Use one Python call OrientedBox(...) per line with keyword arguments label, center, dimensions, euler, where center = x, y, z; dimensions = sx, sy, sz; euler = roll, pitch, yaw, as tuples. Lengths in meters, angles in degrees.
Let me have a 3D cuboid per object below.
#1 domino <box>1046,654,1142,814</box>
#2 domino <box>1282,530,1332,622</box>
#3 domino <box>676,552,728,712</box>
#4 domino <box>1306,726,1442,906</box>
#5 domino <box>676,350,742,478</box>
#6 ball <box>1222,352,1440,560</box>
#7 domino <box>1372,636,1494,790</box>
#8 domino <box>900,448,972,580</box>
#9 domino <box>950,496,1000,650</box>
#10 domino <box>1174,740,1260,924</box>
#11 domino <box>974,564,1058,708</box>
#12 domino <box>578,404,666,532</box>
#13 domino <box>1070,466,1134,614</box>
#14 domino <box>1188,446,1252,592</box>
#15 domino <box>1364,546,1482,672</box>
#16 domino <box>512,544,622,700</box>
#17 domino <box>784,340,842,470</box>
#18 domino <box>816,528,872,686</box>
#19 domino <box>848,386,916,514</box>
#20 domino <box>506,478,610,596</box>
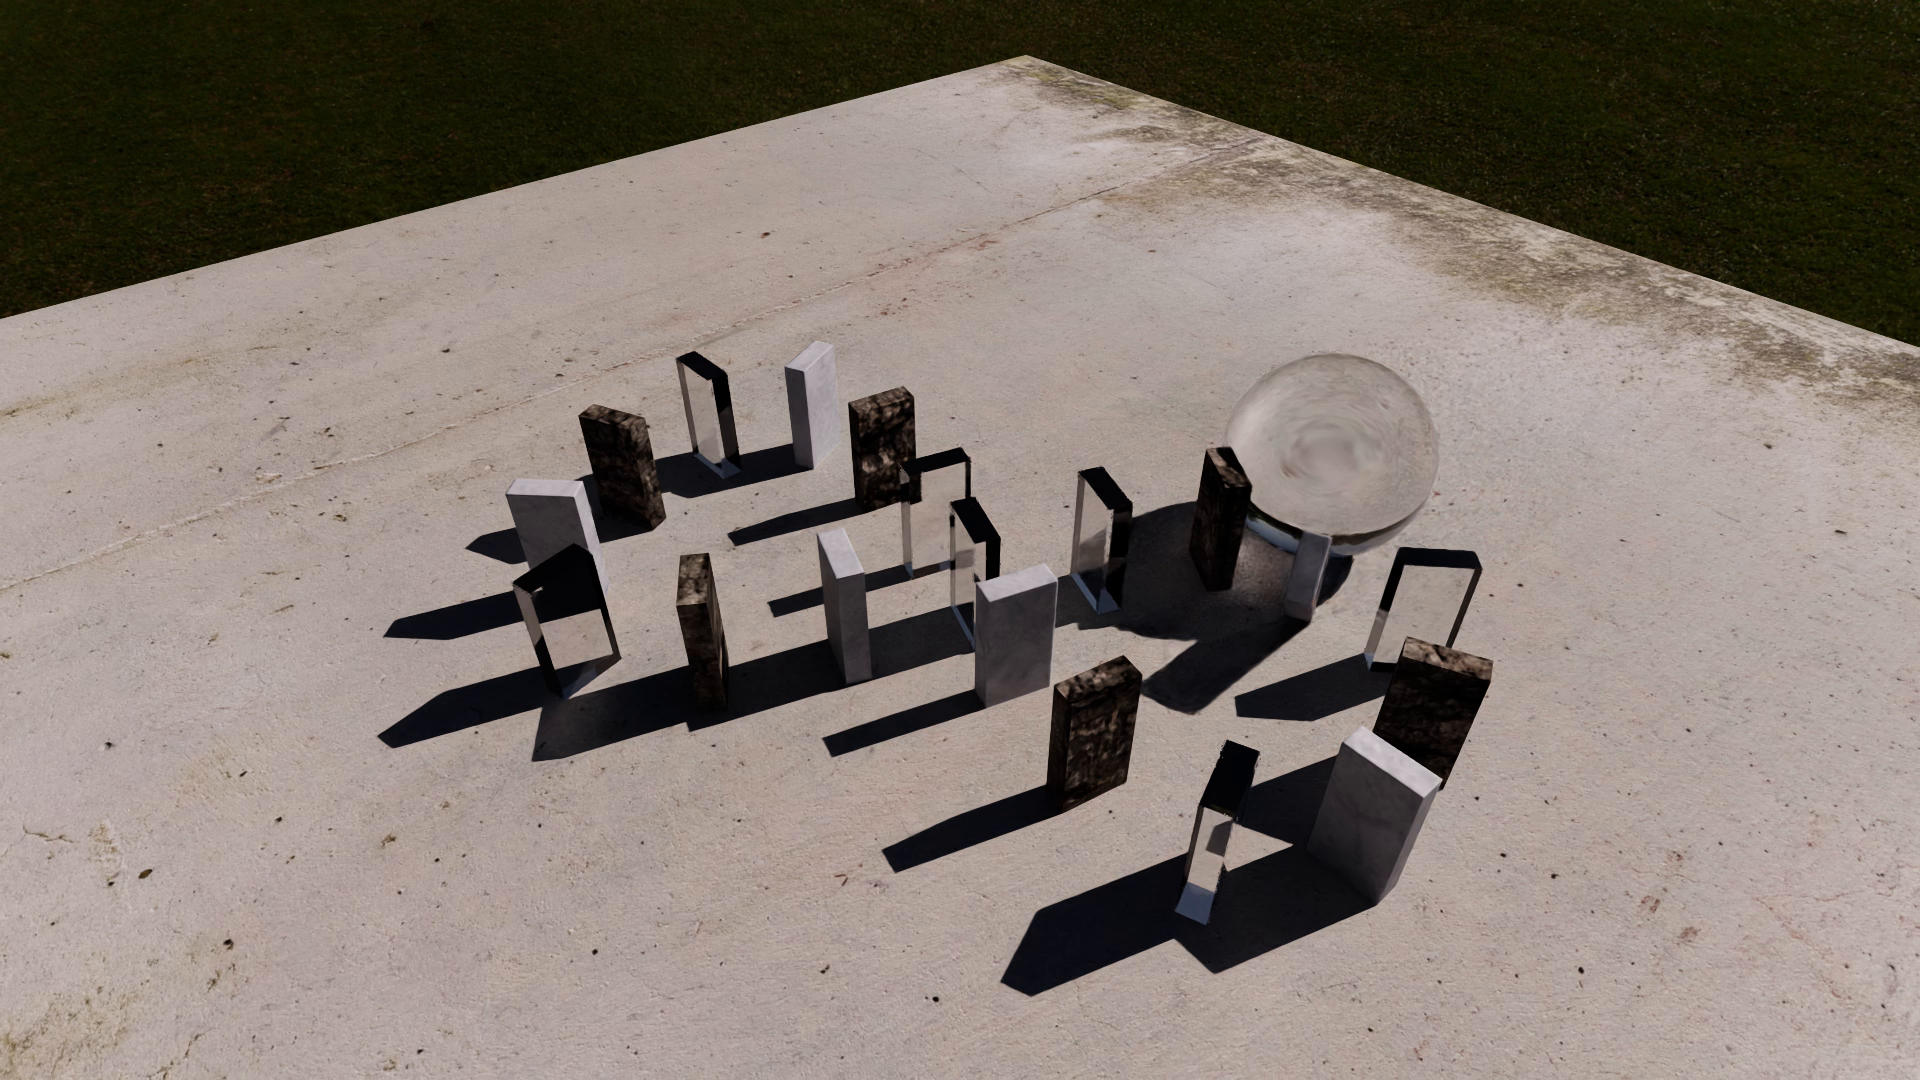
OrientedBox(label="domino", center=(0.041, 0.060, 0.338), dimensions=(0.025, 0.050, 0.009), euler=(-20, 43, -23))
OrientedBox(label="domino", center=(0.124, 0.014, 0.392), dimensions=(0.009, 0.050, 0.025), euler=(16, 86, 19))
OrientedBox(label="domino", center=(-0.087, 0.032, 0.373), dimensions=(0.009, 0.050, 0.025), euler=(-5, 40, -6))
OrientedBox(label="domino", center=(0.117, 0.079, 0.315), dimensions=(0.010, 0.050, 0.025), euler=(-29, 47, -30))
OrientedBox(label="domino", center=(-0.109, -0.054, 0.477), dimensions=(0.010, 0.050, 0.025), euler=(-30, 48, -31))
OrientedBox(label="ball", center=(0.143, -0.032, 0.427), dimensions=(0.080, 0.080, 0.080), euler=(0, 39, 0))
OrientedBox(label="domino", center=(0.146, 0.055, 0.345), dimensions=(0.025, 0.050, 0.009), euler=(17, 42, 19))
OrientedBox(label="domino", center=(-0.009, -0.010, 0.423), dimensions=(0.025, 0.050, 0.010), euler=(-16, 42, -19))
OrientedBox(label="domino", center=(0.005, 0.012, 0.397), dimensions=(0.010, 0.050, 0.025), euler=(-13, 41, -15))
OrientedBox(label="domino", center=(0.072, 0.083, 0.310), dimensions=(0.009, 0.050, 0.025), euler=(18, 43, 21))
OrientedBox(label="domino", center=(0.018, 0.033, 0.371), dimensions=(0.025, 0.050, 0.009), euler=(-16, 42, -19))
OrientedBox(label="domino", center=(-0.137, -0.029, 0.447), dimensions=(0.025, 0.050, 0.009), euler=(16, 42, 19))
OrientedBox(label="domino", center=(0.052, 0.000, 0.411), dimensions=(0.009, 0.050, 0.025), euler=(-13, 41, -16))
OrientedBox(label="domino", center=(0.099, -0.008, 0.421), dimensions=(0.010, 0.050, 0.025), euler=(-5, 40, -6))
OrientedBox(label="domino", center=(0.159, 0.025, 0.381), dimensions=(0.025, 0.050, 0.009), euler=(3, 39, 4))
OrientedBox(label="domino", center=(-0.134, 0.028, 0.377), dimensions=(0.010, 0.050, 0.025), euler=(25, 45, 27))
OrientedBox(label="domino", center=(-0.064, -0.059, 0.484), dimensions=(0.009, 0.050, 0.025), euler=(16, 42, 19))
OrientedBox(label="domino", center=(-0.040, 0.023, 0.383), dimensions=(0.009, 0.050, 0.025), euler=(-13, 41, -16))
OrientedBox(label="domino", center=(-0.032, -0.037, 0.457), dimensions=(0.025, 0.050, 0.009), euler=(-20, 43, -23))
OrientedBox(label="domino", center=(-0.149, 0.000, 0.411), dimensions=(0.025, 0.050, 0.009), euler=(2, 39, 3))
